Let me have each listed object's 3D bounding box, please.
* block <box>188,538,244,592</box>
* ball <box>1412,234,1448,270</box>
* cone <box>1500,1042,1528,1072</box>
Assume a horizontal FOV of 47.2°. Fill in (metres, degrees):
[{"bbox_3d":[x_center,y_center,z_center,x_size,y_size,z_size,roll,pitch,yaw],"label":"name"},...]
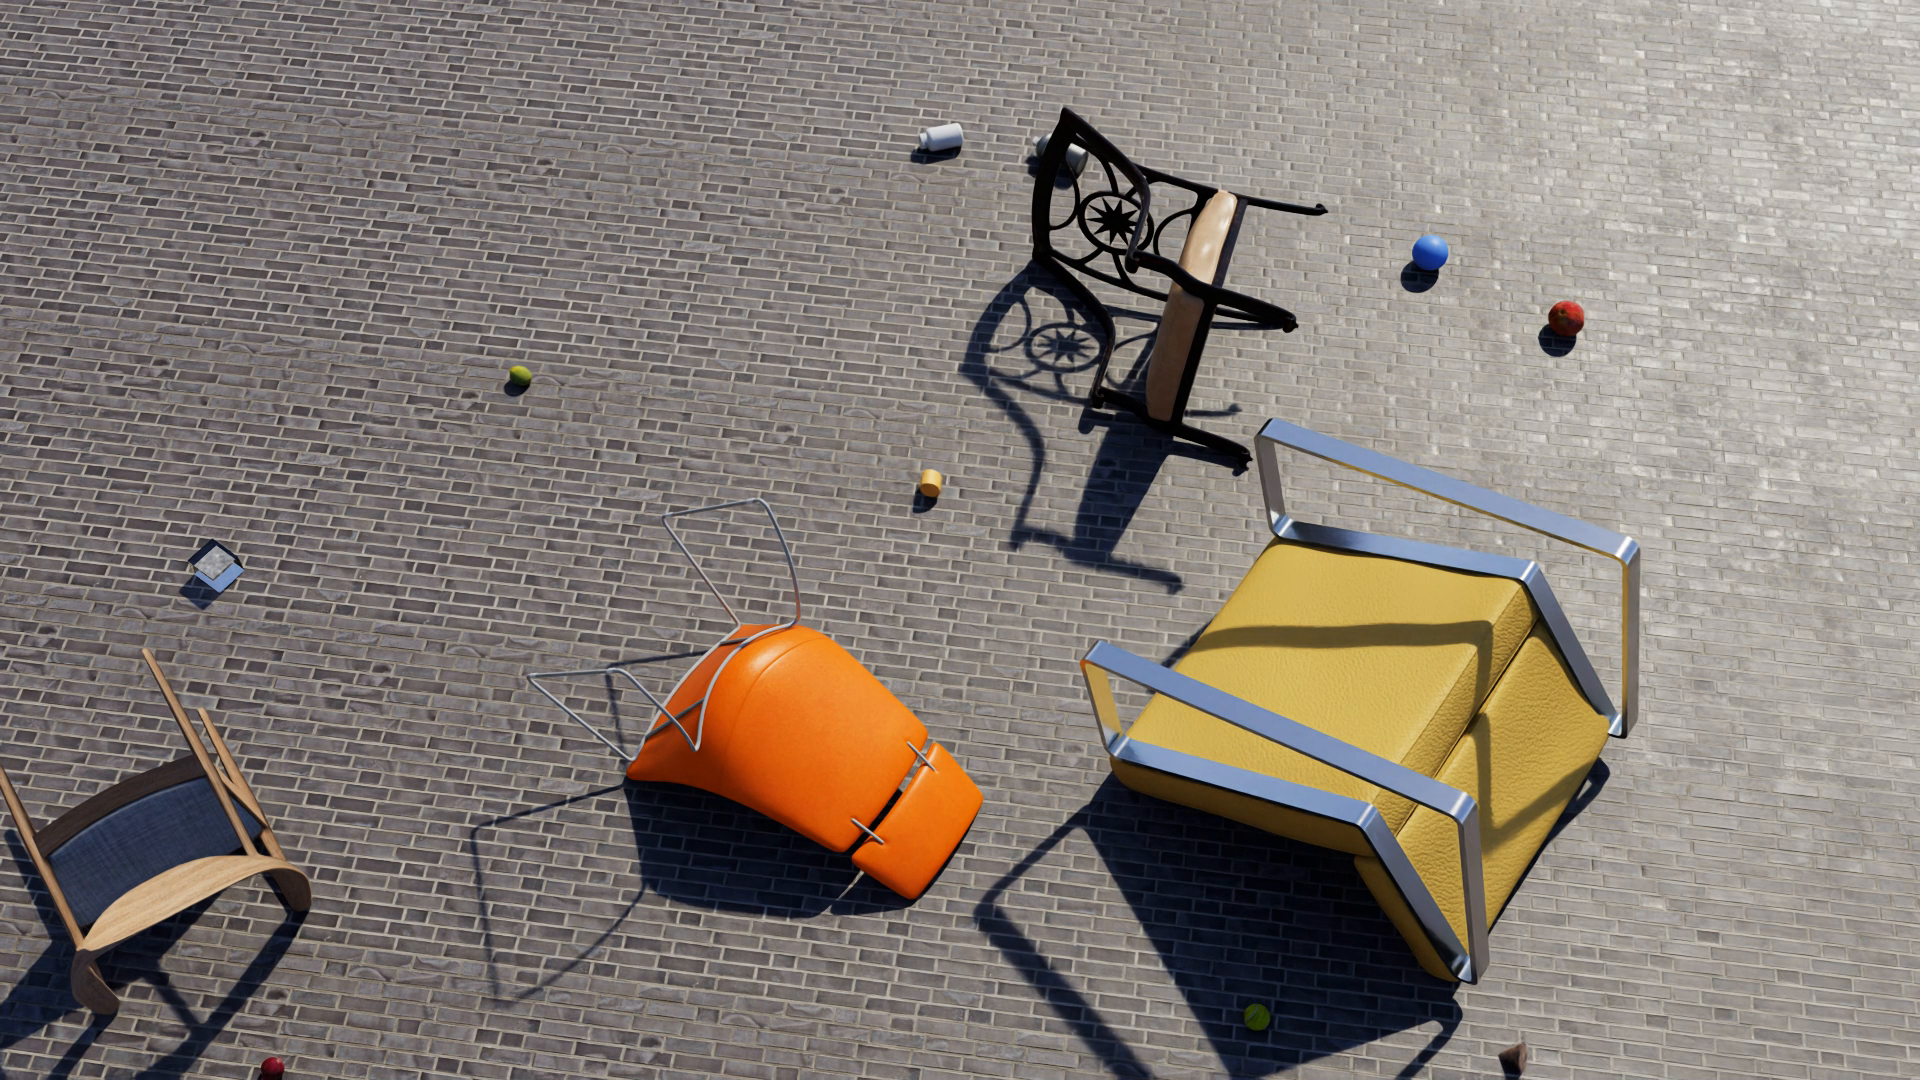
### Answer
[{"bbox_3d":[-2.192,0.075,6.479,0.109,0.074,0.099,32,62,19],"label":"block"},{"bbox_3d":[1.525,-0.931,7.129,0.116,0.116,0.116,0,56,0],"label":"ball"},{"bbox_3d":[1.418,1.329,5.665,0.065,0.066,0.076,-3,49,35],"label":"cone"}]
